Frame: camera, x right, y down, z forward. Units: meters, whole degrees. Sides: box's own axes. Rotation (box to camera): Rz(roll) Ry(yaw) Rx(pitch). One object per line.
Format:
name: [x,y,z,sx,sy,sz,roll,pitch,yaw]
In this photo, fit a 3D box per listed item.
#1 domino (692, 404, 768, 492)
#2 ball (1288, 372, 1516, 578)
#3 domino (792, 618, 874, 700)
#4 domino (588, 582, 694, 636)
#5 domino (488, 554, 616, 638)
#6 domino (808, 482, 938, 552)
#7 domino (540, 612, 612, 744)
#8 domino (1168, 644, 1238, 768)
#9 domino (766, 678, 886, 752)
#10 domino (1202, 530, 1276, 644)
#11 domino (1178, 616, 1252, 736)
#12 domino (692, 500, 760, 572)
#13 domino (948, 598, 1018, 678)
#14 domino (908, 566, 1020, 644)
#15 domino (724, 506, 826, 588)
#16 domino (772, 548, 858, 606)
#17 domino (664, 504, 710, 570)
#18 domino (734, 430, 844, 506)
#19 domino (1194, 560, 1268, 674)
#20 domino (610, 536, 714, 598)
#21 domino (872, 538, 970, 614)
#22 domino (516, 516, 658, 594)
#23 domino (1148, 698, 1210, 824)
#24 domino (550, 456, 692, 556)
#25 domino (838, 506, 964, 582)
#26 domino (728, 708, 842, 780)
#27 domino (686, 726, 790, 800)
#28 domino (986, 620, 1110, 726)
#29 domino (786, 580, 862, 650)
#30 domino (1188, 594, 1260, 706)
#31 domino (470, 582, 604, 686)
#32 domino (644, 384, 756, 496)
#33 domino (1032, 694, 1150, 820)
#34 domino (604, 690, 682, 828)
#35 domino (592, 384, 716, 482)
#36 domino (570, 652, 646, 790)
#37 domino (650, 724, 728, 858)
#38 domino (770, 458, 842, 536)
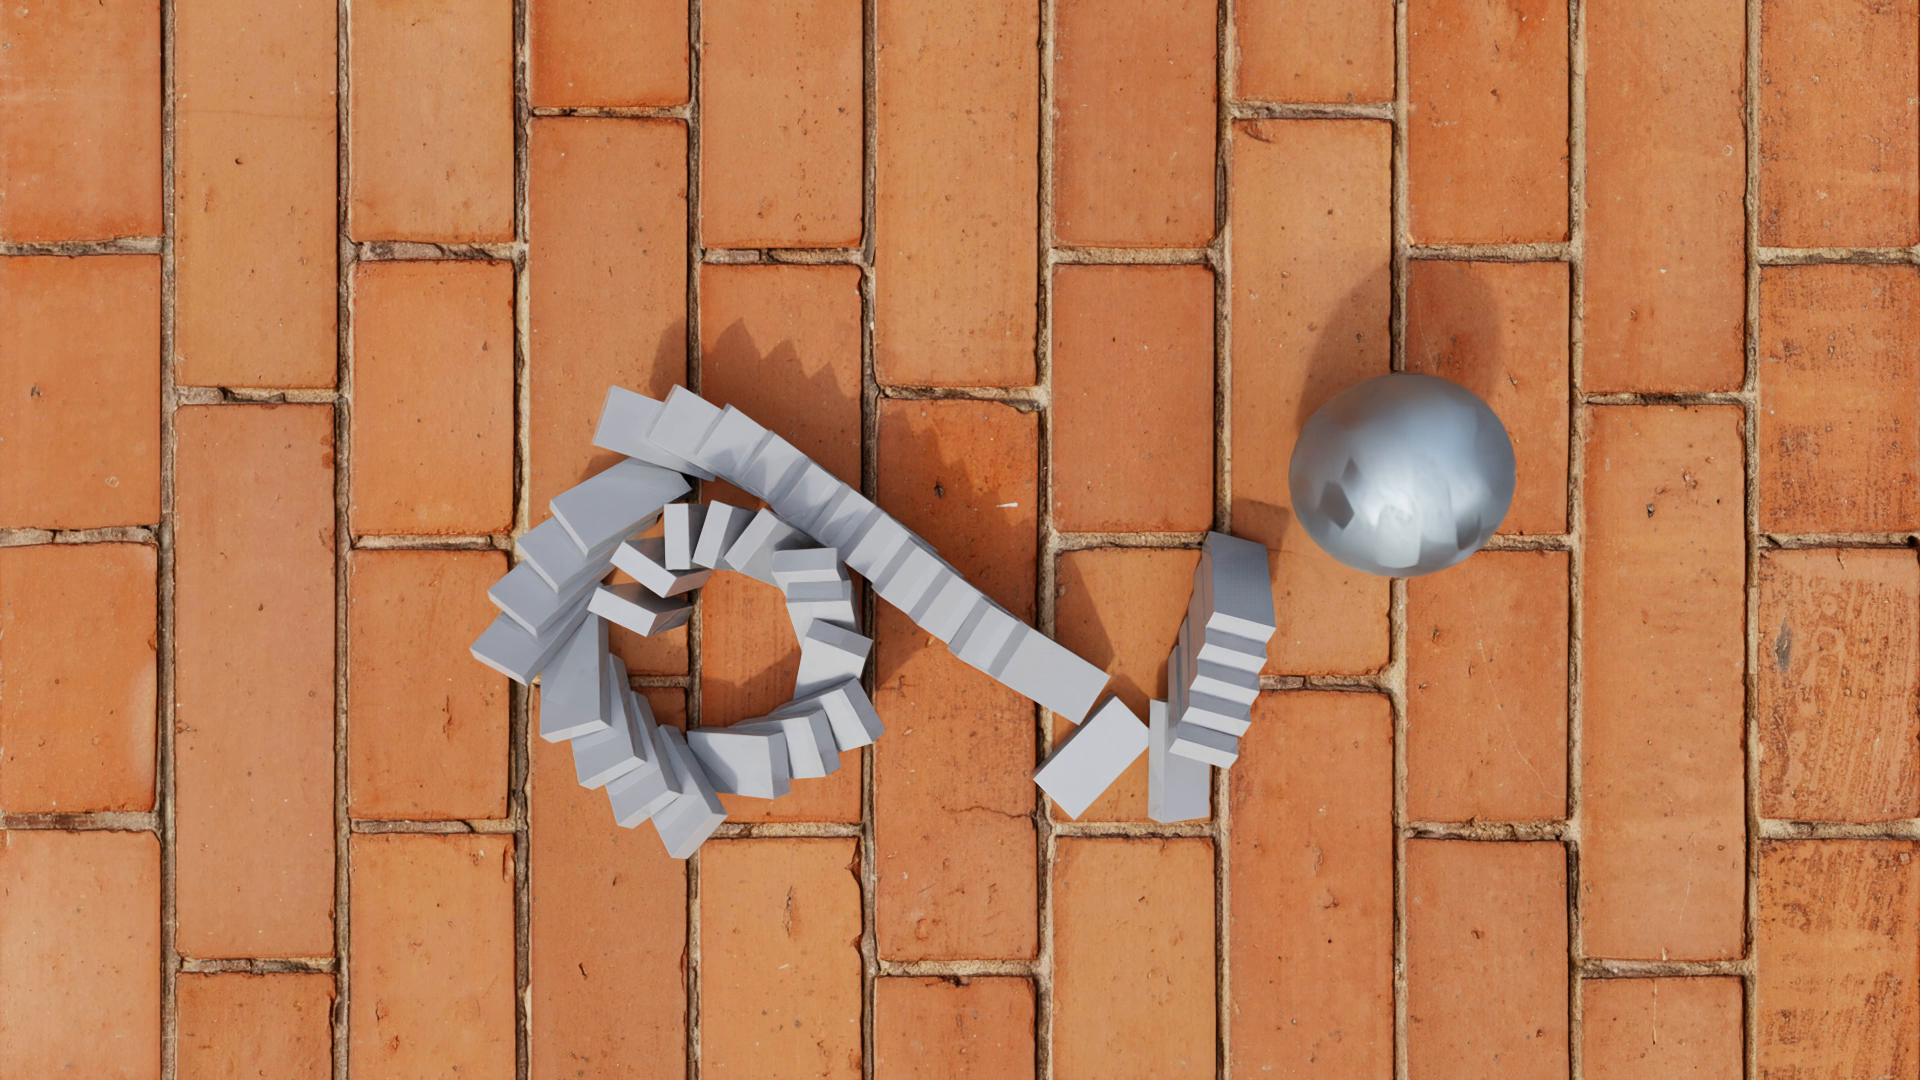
domino: [-0.083,-0.032,0.383,0.050,0.010,0.025,36,89,-30]
ball: [0.171,-0.025,0.360,0.080,0.080,0.080,0,90,0]
domino: [-0.053,0.055,0.379,0.025,0.050,0.009,20,47,0]
domino: [-0.129,0.027,0.375,0.025,0.050,0.010,25,90,0]
domino: [-0.167,0.014,0.382,0.025,0.010,0.050,38,57,3]
domino: [-0.036,0.001,0.382,0.050,0.010,0.025,37,90,-34]
domino: [-0.161,0.057,0.383,0.025,0.009,0.050,-15,59,0]
domino: [0.100,0.068,0.378,0.025,0.050,0.009,16,131,-1]
domino: [-0.056,0.076,0.380,0.050,0.009,0.025,-24,96,37]
domino: [0.114,0.019,0.378,0.025,0.050,0.009,15,131,0]
domino: [0.104,0.055,0.378,0.025,0.050,0.010,15,131,0]
domino: [-0.089,0.000,0.375,0.009,0.050,0.025,18,90,15]
domino: [0.022,0.047,0.383,0.050,0.010,0.025,33,90,-31]
domino: [0.005,0.035,0.383,0.050,0.009,0.025,36,90,-32]
domino: [-0.073,0.006,0.375,0.010,0.050,0.025,38,90,23]
domino: [-0.058,0.019,0.375,0.025,0.050,0.010,-3,63,3]
domino: [-0.105,-0.001,0.375,0.009,0.050,0.025,-1,90,6]
domino: [-0.066,-0.021,0.384,0.050,0.009,0.025,37,90,-30]
domino: [0.111,0.031,0.378,0.025,0.050,0.009,15,131,0]
domino: [-0.120,0.010,0.375,0.025,0.050,0.009,34,93,0]
domino: [-0.010,0.023,0.382,0.050,0.009,0.025,38,89,-34]
domino: [-0.155,-0.003,0.382,0.025,0.010,0.050,47,58,1]
domino: [0.093,0.093,0.390,0.025,0.010,0.050,1,90,-27]
domino: [-0.141,-0.017,0.383,0.050,0.009,0.025,-37,90,-32]
domino: [-0.024,0.011,0.381,0.050,0.010,0.025,39,88,-34]
domino: [-0.074,0.086,0.381,0.050,0.009,0.025,-15,93,36]
domino: [-0.093,0.092,0.382,0.050,0.009,0.025,-6,90,35]
domino: [0.038,0.056,0.383,0.050,0.009,0.025,33,90,-31]
domino: [-0.054,0.035,0.377,0.025,0.050,0.010,-2,54,0]
domino: [0.108,0.043,0.378,0.025,0.050,0.009,15,131,1]
domino: [-0.175,0.033,0.381,0.025,0.010,0.050,27,56,5]
domino: [-0.102,-0.041,0.383,0.050,0.009,0.025,30,88,-30]
domino: [0.058,0.093,0.395,0.025,0.010,0.050,45,90,0]
domino: [-0.137,0.091,0.382,0.025,0.009,0.050,-35,58,2]
domino: [-0.124,-0.044,0.382,0.050,0.010,0.025,18,86,-31]
domino: [-0.149,0.075,0.383,0.025,0.009,0.050,-27,58,1]
domino: [-0.119,0.104,0.381,0.025,0.009,0.050,-47,57,4]
domino: [-0.051,-0.009,0.383,0.050,0.009,0.025,37,90,-30]
